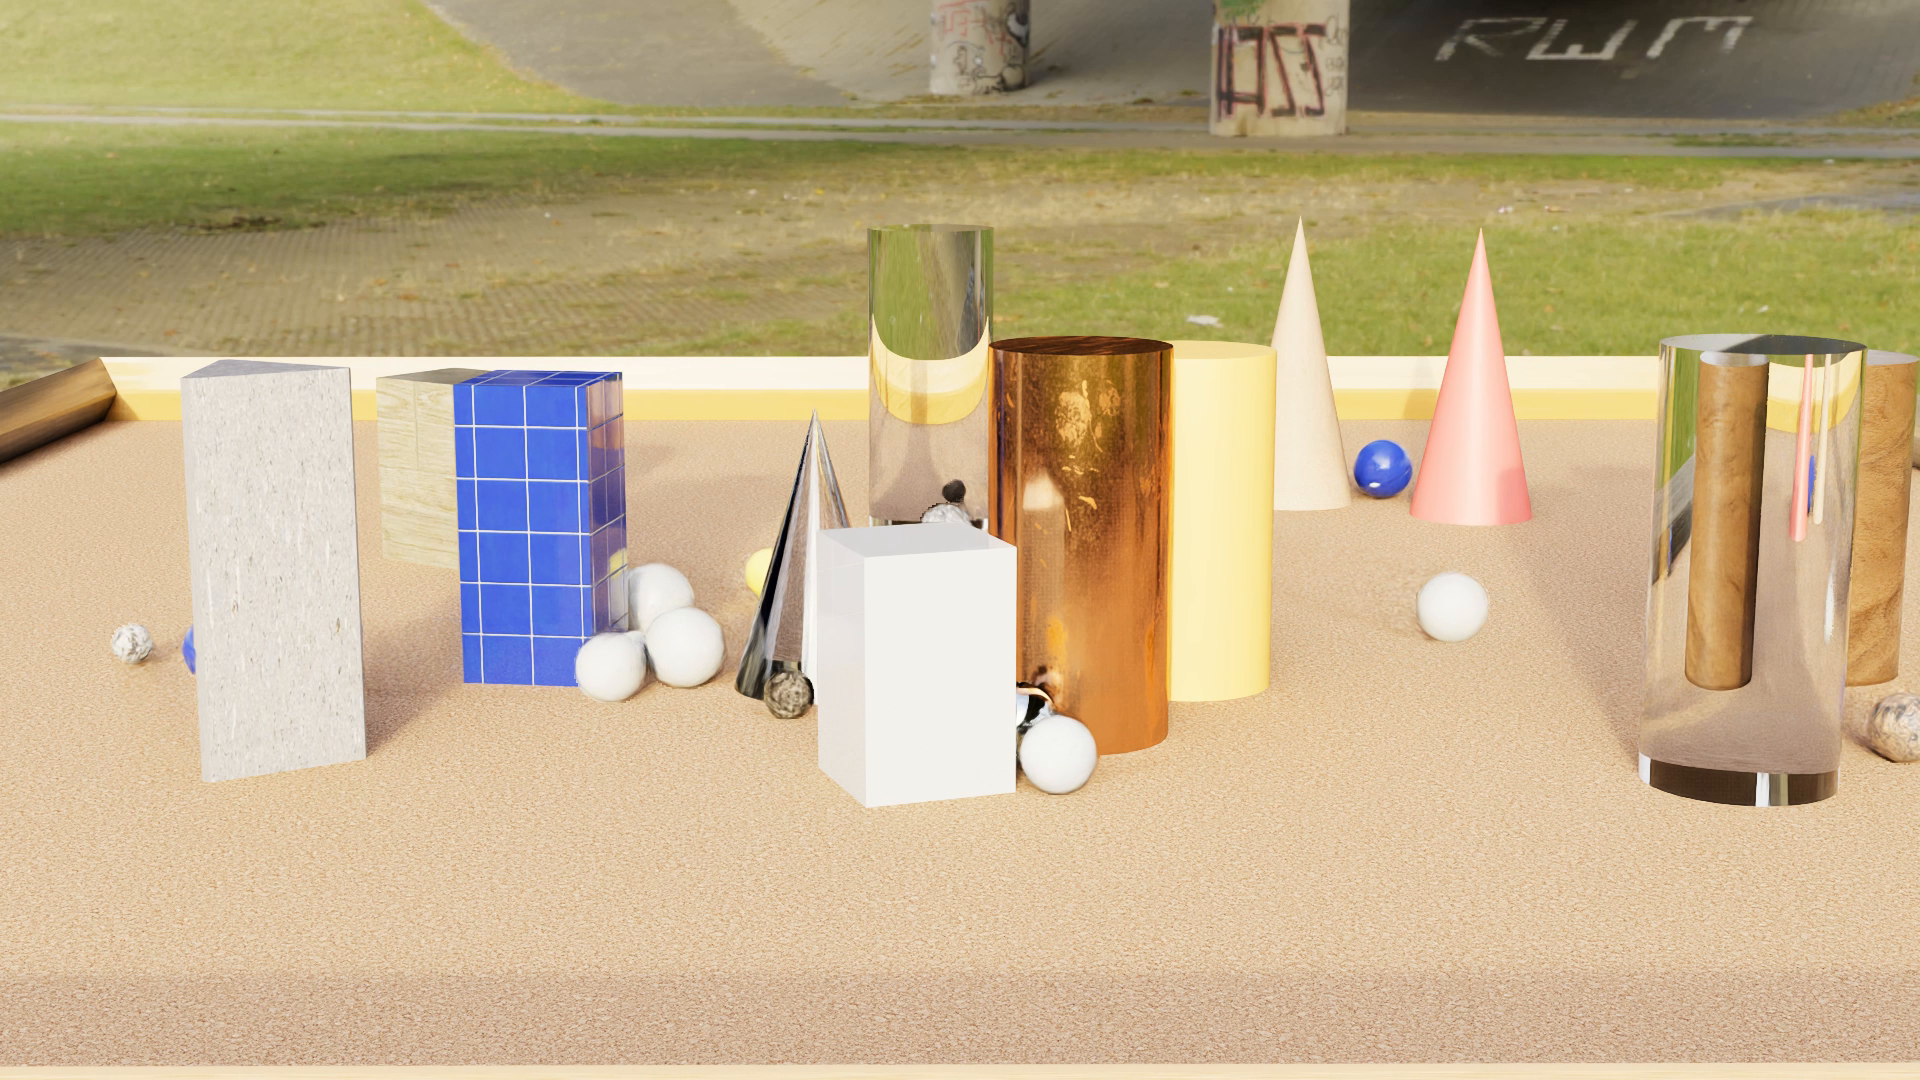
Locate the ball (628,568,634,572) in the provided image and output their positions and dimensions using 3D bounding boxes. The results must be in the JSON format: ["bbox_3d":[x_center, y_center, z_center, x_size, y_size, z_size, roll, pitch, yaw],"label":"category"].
[{"bbox_3d":[-0.425,0.075,3.371,0.077,0.077,0.077,0,10,0],"label":"ball"}]

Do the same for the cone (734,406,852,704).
[{"bbox_3d":[-0.170,0.008,3.030,0.200,0.334,0.200,0,10,0],"label":"cone"}]

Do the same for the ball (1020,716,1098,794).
[{"bbox_3d":[0.100,0.217,2.600,0.079,0.079,0.079,0,10,0],"label":"ball"}]

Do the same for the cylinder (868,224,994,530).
[{"bbox_3d":[-0.046,-0.258,4.083,0.200,0.475,0.200,0,10,0],"label":"cylinder"}]

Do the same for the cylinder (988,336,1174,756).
[{"bbox_3d":[0.130,0.002,2.802,0.200,0.430,0.200,0,10,0],"label":"cylinder"}]

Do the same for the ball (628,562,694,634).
[{"bbox_3d":[-0.391,0.079,3.289,0.100,0.100,0.100,0,10,0],"label":"ball"}]

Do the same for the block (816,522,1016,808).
[{"bbox_3d":[-0.046,0.123,2.629,0.160,0.253,0.160,-4,11,-20],"label":"block"}]

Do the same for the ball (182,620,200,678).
[{"bbox_3d":[-0.883,0.130,3.059,0.085,0.085,0.085,0,10,0],"label":"ball"}]

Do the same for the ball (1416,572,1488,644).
[{"bbox_3d":[0.628,0.086,3.275,0.091,0.091,0.091,0,10,0],"label":"ball"}]

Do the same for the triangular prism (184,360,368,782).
[{"bbox_3d":[-0.745,0.024,2.713,0.173,0.418,0.150,-7,12,-32],"label":"triangular prism"}]

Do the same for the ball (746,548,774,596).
[{"bbox_3d":[-0.262,0.046,3.547,0.071,0.071,0.071,0,10,0],"label":"ball"}]

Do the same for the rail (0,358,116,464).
[{"bbox_3d":[-1.747,0.035,3.439,0.045,0.130,3.840,0,10,0],"label":"rail"}]

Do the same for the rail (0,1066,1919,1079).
[{"bbox_3d":[0.011,0.378,1.584,3.542,0.130,0.045,0,10,0],"label":"rail"}]

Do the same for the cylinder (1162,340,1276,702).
[{"bbox_3d":[0.271,-0.027,3.040,0.200,0.399,0.200,0,10,0],"label":"cylinder"}]

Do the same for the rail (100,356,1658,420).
[{"bbox_3d":[-0.011,-0.311,5.314,3.542,0.130,0.045,0,10,0],"label":"rail"}]

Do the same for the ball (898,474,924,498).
[{"bbox_3d":[-0.083,-0.093,4.381,0.042,0.042,0.042,0,10,0],"label":"ball"}]

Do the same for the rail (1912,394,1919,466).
[{"bbox_3d":[1.747,0.032,3.459,0.045,0.130,3.840,0,10,0],"label":"rail"}]

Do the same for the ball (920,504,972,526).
[{"bbox_3d":[-0.021,-0.014,3.849,0.079,0.079,0.079,0,10,0],"label":"ball"}]

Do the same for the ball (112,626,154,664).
[{"bbox_3d":[-1.019,0.129,3.162,0.048,0.048,0.048,0,10,0],"label":"ball"}]

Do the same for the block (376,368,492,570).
[{"bbox_3d":[-0.753,-0.110,3.839,0.160,0.272,0.160,7,13,34],"label":"block"}]

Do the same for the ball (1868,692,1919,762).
[{"bbox_3d":[1.000,0.198,2.716,0.075,0.075,0.075,0,10,0],"label":"ball"}]

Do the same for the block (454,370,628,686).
[{"bbox_3d":[-0.503,-0.018,3.102,0.160,0.358,0.160,2,11,8],"label":"block"}]

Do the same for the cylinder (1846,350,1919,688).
[{"bbox_3d":[1.044,-0.032,3.109,0.200,0.384,0.200,0,10,0],"label":"cylinder"}]

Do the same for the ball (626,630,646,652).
[{"bbox_3d":[-0.398,0.135,3.132,0.048,0.048,0.048,0,10,0],"label":"ball"}]

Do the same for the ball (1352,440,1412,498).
[{"bbox_3d":[0.719,-0.121,4.370,0.100,0.100,0.100,0,10,0],"label":"ball"}]

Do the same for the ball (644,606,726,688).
[{"bbox_3d":[-0.327,0.127,3.042,0.096,0.096,0.096,0,10,0],"label":"ball"}]

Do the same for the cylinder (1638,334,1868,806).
[{"bbox_3d":[0.804,0.025,2.612,0.200,0.451,0.200,0,10,0],"label":"cylinder"}]

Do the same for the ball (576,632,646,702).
[{"bbox_3d":[-0.404,0.147,2.971,0.081,0.081,0.081,0,10,0],"label":"ball"}]

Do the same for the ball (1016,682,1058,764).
[{"bbox_3d":[0.060,0.193,2.710,0.087,0.087,0.087,0,10,0],"label":"ball"}]

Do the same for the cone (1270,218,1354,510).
[{"bbox_3d":[0.566,-0.304,4.311,0.200,0.481,0.200,0,10,0],"label":"cone"}]

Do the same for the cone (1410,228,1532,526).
[{"bbox_3d":[0.839,-0.273,4.174,0.200,0.470,0.200,0,10,0],"label":"cone"}]

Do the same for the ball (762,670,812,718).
[{"bbox_3d":[-0.195,0.174,2.899,0.055,0.055,0.055,0,10,0],"label":"ball"}]
